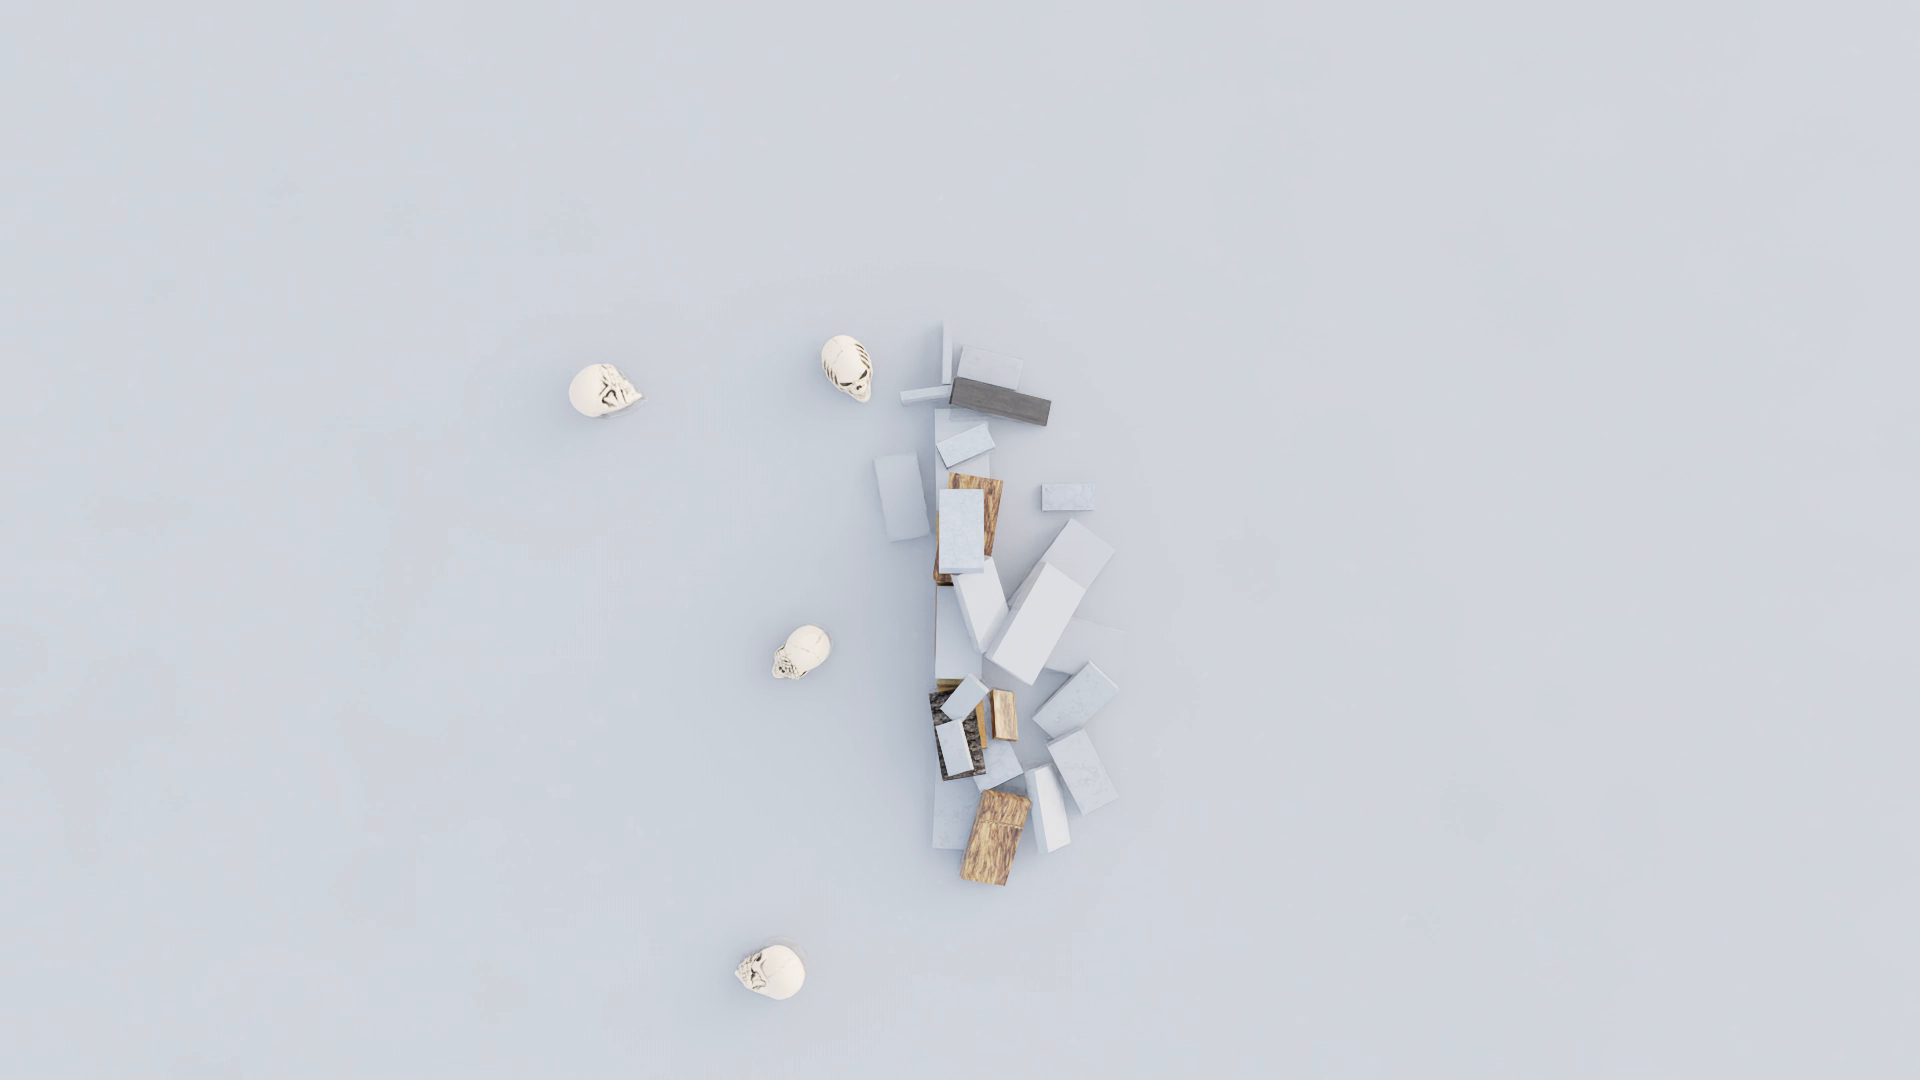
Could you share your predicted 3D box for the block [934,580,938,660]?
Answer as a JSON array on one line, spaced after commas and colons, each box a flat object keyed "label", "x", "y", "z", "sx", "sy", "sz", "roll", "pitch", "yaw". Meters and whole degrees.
[{"label": "block", "x": -0.007, "y": 0.244, "z": 5.424, "sx": 0.149, "sy": 0.042, "sz": 0.298, "roll": 1, "pitch": 71, "yaw": 0}]

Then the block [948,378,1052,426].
[{"label": "block", "x": 0.134, "y": -0.453, "z": 5.430, "sx": 0.342, "sy": 0.025, "sz": 0.087, "roll": 12, "pitch": 90, "yaw": -20}]

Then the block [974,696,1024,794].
[{"label": "block", "x": 0.073, "y": 0.662, "z": 5.442, "sx": 0.155, "sy": 0.044, "sz": 0.310, "roll": -25, "pitch": 77, "yaw": -3}]

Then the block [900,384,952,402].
[{"label": "block", "x": -0.092, "y": -0.485, "z": 5.449, "sx": 0.204, "sy": 0.102, "sz": 0.029, "roll": -7, "pitch": 90, "yaw": 0}]

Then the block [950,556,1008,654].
[{"label": "block", "x": 0.075, "y": 0.206, "z": 5.268, "sx": 0.140, "sy": 0.040, "sz": 0.281, "roll": -28, "pitch": 113, "yaw": -26}]

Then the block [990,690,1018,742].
[{"label": "block", "x": 0.145, "y": 0.579, "z": 5.435, "sx": 0.083, "sy": 0.023, "sz": 0.166, "roll": 12, "pitch": 60, "yaw": -26}]

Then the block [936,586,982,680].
[{"label": "block", "x": -0.002, "y": 0.301, "z": 5.342, "sx": 0.149, "sy": 0.042, "sz": 0.298, "roll": 1, "pitch": 84, "yaw": 0}]

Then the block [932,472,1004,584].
[{"label": "block", "x": 0.025, "y": -0.031, "z": 5.326, "sx": 0.176, "sy": 0.050, "sz": 0.351, "roll": 9, "pitch": 85, "yaw": 0}]

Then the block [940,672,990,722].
[{"label": "block", "x": 0.015, "y": 0.514, "z": 5.312, "sx": 0.083, "sy": 0.023, "sz": 0.166, "roll": 43, "pitch": 119, "yaw": 10}]

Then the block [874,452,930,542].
[{"label": "block", "x": -0.191, "y": -0.144, "z": 5.480, "sx": 0.140, "sy": 0.040, "sz": 0.281, "roll": -10, "pitch": 90, "yaw": 0}]

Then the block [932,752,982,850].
[{"label": "block", "x": -0.007, "y": 0.868, "z": 5.478, "sx": 0.155, "sy": 0.044, "sz": 0.310, "roll": 3, "pitch": 90, "yaw": 0}]

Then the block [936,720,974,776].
[{"label": "block", "x": -0.017, "y": 0.669, "z": 5.311, "sx": 0.083, "sy": 0.023, "sz": 0.166, "roll": -21, "pitch": 76, "yaw": 24}]

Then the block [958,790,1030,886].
[{"label": "block", "x": 0.113, "y": 0.979, "z": 5.420, "sx": 0.155, "sy": 0.044, "sz": 0.310, "roll": 12, "pitch": 105, "yaw": -15}]

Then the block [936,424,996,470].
[{"label": "block", "x": 0.019, "y": -0.306, "z": 5.403, "sx": 0.175, "sy": 0.025, "sz": 0.087, "roll": -24, "pitch": 76, "yaw": -7}]

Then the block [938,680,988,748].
[{"label": "block", "x": 0.006, "y": 0.548, "z": 5.427, "sx": 0.143, "sy": 0.040, "sz": 0.285, "roll": -6, "pitch": 77, "yaw": 2}]

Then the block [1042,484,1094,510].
[{"label": "block", "x": 0.360, "y": -0.143, "z": 5.488, "sx": 0.175, "sy": 0.025, "sz": 0.087, "roll": 0, "pitch": 90, "yaw": 0}]

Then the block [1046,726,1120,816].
[{"label": "block", "x": 0.405, "y": 0.762, "z": 5.453, "sx": 0.135, "sy": 0.038, "sz": 0.269, "roll": -27, "pitch": 102, "yaw": 0}]

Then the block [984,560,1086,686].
[{"label": "block", "x": 0.244, "y": 0.268, "z": 5.323, "sx": 0.180, "sy": 0.051, "sz": 0.359, "roll": 35, "pitch": 80, "yaw": -27}]

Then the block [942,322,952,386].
[{"label": "block", "x": -0.041, "y": -0.613, "z": 5.449, "sx": 0.029, "sy": 0.102, "sz": 0.204, "roll": 1, "pitch": 90, "yaw": 0}]

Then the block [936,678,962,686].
[{"label": "block", "x": -0.001, "y": 0.341, "z": 5.434, "sx": 0.143, "sy": 0.040, "sz": 0.285, "roll": 1, "pitch": 71, "yaw": 0}]

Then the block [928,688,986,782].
[{"label": "block", "x": -0.009, "y": 0.630, "z": 5.368, "sx": 0.143, "sy": 0.040, "sz": 0.285, "roll": -10, "pitch": 77, "yaw": 1}]

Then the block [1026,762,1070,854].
[{"label": "block", "x": 0.290, "y": 0.882, "z": 5.435, "sx": 0.038, "sy": 0.135, "sz": 0.269, "roll": -10, "pitch": 90, "yaw": 37}]

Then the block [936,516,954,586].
[{"label": "block", "x": 0.011, "y": -0.026, "z": 5.414, "sx": 0.176, "sy": 0.050, "sz": 0.351, "roll": -1, "pitch": 74, "yaw": -1}]

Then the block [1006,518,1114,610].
[{"label": "block", "x": 0.333, "y": 0.125, "z": 5.443, "sx": 0.180, "sy": 0.051, "sz": 0.359, "roll": 37, "pitch": 81, "yaw": 3}]

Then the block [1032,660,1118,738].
[{"label": "block", "x": 0.381, "y": 0.539, "z": 5.449, "sx": 0.135, "sy": 0.038, "sz": 0.269, "roll": 43, "pitch": 101, "yaw": -6}]

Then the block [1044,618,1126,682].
[{"label": "block", "x": 0.354, "y": 0.346, "z": 5.475, "sx": 0.359, "sy": 0.051, "sz": 0.180, "roll": 16, "pitch": 90, "yaw": 0}]

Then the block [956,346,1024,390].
[{"label": "block", "x": 0.100, "y": -0.571, "z": 5.486, "sx": 0.204, "sy": 0.029, "sz": 0.102, "roll": 14, "pitch": 90, "yaw": 0}]

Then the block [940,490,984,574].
[{"label": "block", "x": 0.005, "y": -0.029, "z": 5.228, "sx": 0.140, "sy": 0.040, "sz": 0.281, "roll": 0, "pitch": 62, "yaw": 0}]

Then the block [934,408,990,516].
[{"label": "block", "x": 0.007, "y": -0.259, "z": 5.428, "sx": 0.176, "sy": 0.050, "sz": 0.351, "roll": -1, "pitch": 74, "yaw": -1}]

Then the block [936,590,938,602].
[{"label": "block", "x": 0.001, "y": 0.055, "z": 5.438, "sx": 0.149, "sy": 0.042, "sz": 0.298, "roll": 1, "pitch": 74, "yaw": 0}]
